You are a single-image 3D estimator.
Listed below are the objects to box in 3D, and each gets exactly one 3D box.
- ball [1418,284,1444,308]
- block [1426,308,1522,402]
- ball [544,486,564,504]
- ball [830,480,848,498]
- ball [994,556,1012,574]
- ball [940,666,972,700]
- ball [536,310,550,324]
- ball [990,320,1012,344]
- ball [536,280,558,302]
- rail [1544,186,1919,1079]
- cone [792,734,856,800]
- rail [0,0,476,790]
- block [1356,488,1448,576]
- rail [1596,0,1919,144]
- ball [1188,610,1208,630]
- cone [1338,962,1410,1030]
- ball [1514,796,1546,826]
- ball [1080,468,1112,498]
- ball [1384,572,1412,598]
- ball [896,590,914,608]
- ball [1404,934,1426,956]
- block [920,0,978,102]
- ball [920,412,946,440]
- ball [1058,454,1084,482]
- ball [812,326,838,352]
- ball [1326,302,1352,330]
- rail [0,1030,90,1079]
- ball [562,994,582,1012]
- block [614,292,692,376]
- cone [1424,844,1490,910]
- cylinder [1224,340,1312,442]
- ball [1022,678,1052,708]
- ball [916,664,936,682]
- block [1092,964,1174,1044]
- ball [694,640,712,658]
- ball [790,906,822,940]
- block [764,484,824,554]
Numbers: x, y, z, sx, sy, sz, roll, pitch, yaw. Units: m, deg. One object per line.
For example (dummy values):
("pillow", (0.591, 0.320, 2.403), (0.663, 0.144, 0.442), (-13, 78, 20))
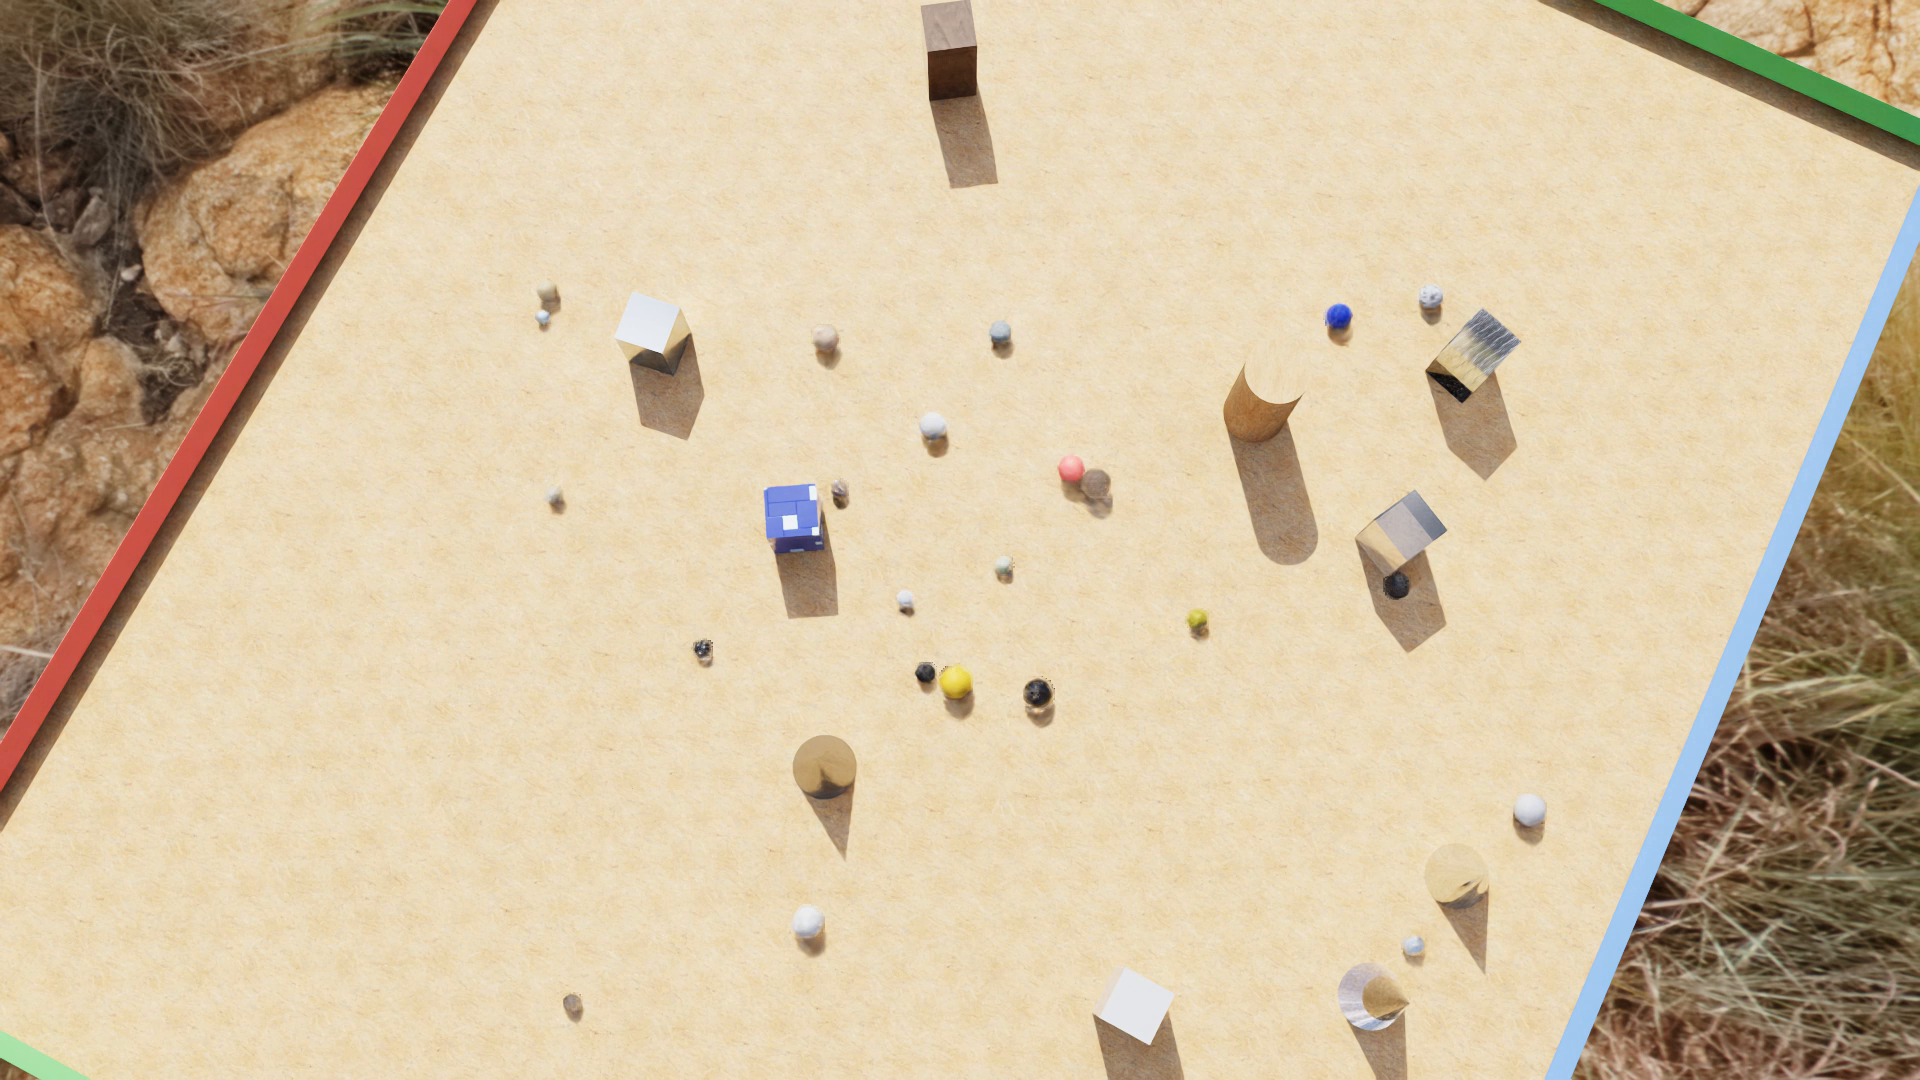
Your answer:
("ball", (1.474, -0.763, 5.735), (0.076, 0.076, 0.076), (0, 78, 0))
("block", (1.561, -0.560, 5.587), (0.154, 0.285, 0.154), (44, 82, 8))
("ball", (-1.244, -0.138, 5.617), (0.056, 0.056, 0.056), (0, 78, 0))
("ball", (-0.370, -0.155, 5.621), (0.053, 0.053, 0.053), (0, 78, 0))
("ball", (0.132, 0.076, 5.573), (0.054, 0.054, 0.054), (0, 78, 0))
("ball", (-0.013, 0.427, 5.479), (0.096, 0.096, 0.096), (0, 78, 0))
("ball", (-1.308, -0.698, 5.739), (0.043, 0.043, 0.043), (0, 78, 0))
("ball", (0.126, -0.648, 5.714), (0.072, 0.072, 0.072), (0, 78, 0))
("ball", (-1.295, -0.783, 5.744), (0.068, 0.068, 0.068), (0, 78, 0))
("rail", (1.982, 0.977, 5.349), (0.045, 0.125, 5.115), (26, 80, 5))
("cone", (-0.404, 0.646, 5.318), (0.193, 0.323, 0.193), (0, 78, 0))
("rail", (-1.982, -0.964, 5.751), (0.045, 0.125, 5.115), (26, 80, 5))
("block", (1.317, -0.017, 5.483), (0.154, 0.269, 0.154), (-35, 80, -7))
("rail", (1.133, -2.213, 6.009), (4.480, 0.125, 0.045), (26, 80, 5))
("ball", (0.718, 0.242, 5.536), (0.060, 0.060, 0.060), (0, 78, 0))
("cone", (1.198, 1.282, 5.108), (0.193, 0.476, 0.193), (0, 78, 0))
("ball", (1.680, 0.798, 5.405), (0.091, 0.091, 0.091), (0, 78, 0))
("ball", (0.416, -0.173, 5.604), (0.095, 0.095, 0.095), (0, 78, 0))
("ball", (1.326, 0.139, 5.547), (0.079, 0.079, 0.079), (0, 78, 0))
("ball", (-0.166, 0.177, 5.553), (0.052, 0.052, 0.052), (0, 78, 0))
("ball", (1.324, 1.179, 5.340), (0.063, 0.063, 0.063), (0, 78, 0))
("block", (-0.034, -1.535, 5.758), (0.154, 0.345, 0.154), (-8, 78, -2))
("ball", (-0.084, -0.351, 5.646), (0.084, 0.084, 0.084), (0, 78, 0))
("ball", (0.341, -0.220, 5.610), (0.083, 0.083, 0.083), (0, 78, 0))
("ball", (-0.418, -0.626, 5.704), (0.083, 0.083, 0.083), (0, 78, 0))
("ball", (1.183, -0.699, 5.720), (0.082, 0.082, 0.082), (0, 78, 0))
("rail", (-1.133, 2.226, 5.091), (4.480, 0.125, 0.045), (26, 80, 5))
("ball", (-1.125, 1.342, 5.311), (0.054, 0.054, 0.054), (0, 78, 0))
("block", (-0.940, -0.630, 5.626), (0.154, 0.238, 0.154), (18, 79, 4))
("cone", (1.467, 0.959, 5.248), (0.193, 0.333, 0.193), (0, 78, 0))
("cylinder", (0.914, -0.440, 5.482), (0.193, 0.441, 0.193), (0, 78, 0))
("ball", (0.232, 0.459, 5.476), (0.090, 0.090, 0.090), (0, 78, 0))
("ball", (-0.104, 0.400, 5.504), (0.058, 0.058, 0.058), (0, 78, 0))
("block", (0.488, 1.313, 5.191), (0.154, 0.302, 0.154), (28, 80, 5))
("ball", (-0.776, 0.329, 5.522), (0.052, 0.052, 0.052), (0, 78, 0))
("ball", (-0.446, 1.116, 5.338), (0.093, 0.093, 0.093), (0, 78, 0))
("block", (-0.498, -0.062, 5.511), (0.154, 0.231, 0.154), (-4, 78, -1))
